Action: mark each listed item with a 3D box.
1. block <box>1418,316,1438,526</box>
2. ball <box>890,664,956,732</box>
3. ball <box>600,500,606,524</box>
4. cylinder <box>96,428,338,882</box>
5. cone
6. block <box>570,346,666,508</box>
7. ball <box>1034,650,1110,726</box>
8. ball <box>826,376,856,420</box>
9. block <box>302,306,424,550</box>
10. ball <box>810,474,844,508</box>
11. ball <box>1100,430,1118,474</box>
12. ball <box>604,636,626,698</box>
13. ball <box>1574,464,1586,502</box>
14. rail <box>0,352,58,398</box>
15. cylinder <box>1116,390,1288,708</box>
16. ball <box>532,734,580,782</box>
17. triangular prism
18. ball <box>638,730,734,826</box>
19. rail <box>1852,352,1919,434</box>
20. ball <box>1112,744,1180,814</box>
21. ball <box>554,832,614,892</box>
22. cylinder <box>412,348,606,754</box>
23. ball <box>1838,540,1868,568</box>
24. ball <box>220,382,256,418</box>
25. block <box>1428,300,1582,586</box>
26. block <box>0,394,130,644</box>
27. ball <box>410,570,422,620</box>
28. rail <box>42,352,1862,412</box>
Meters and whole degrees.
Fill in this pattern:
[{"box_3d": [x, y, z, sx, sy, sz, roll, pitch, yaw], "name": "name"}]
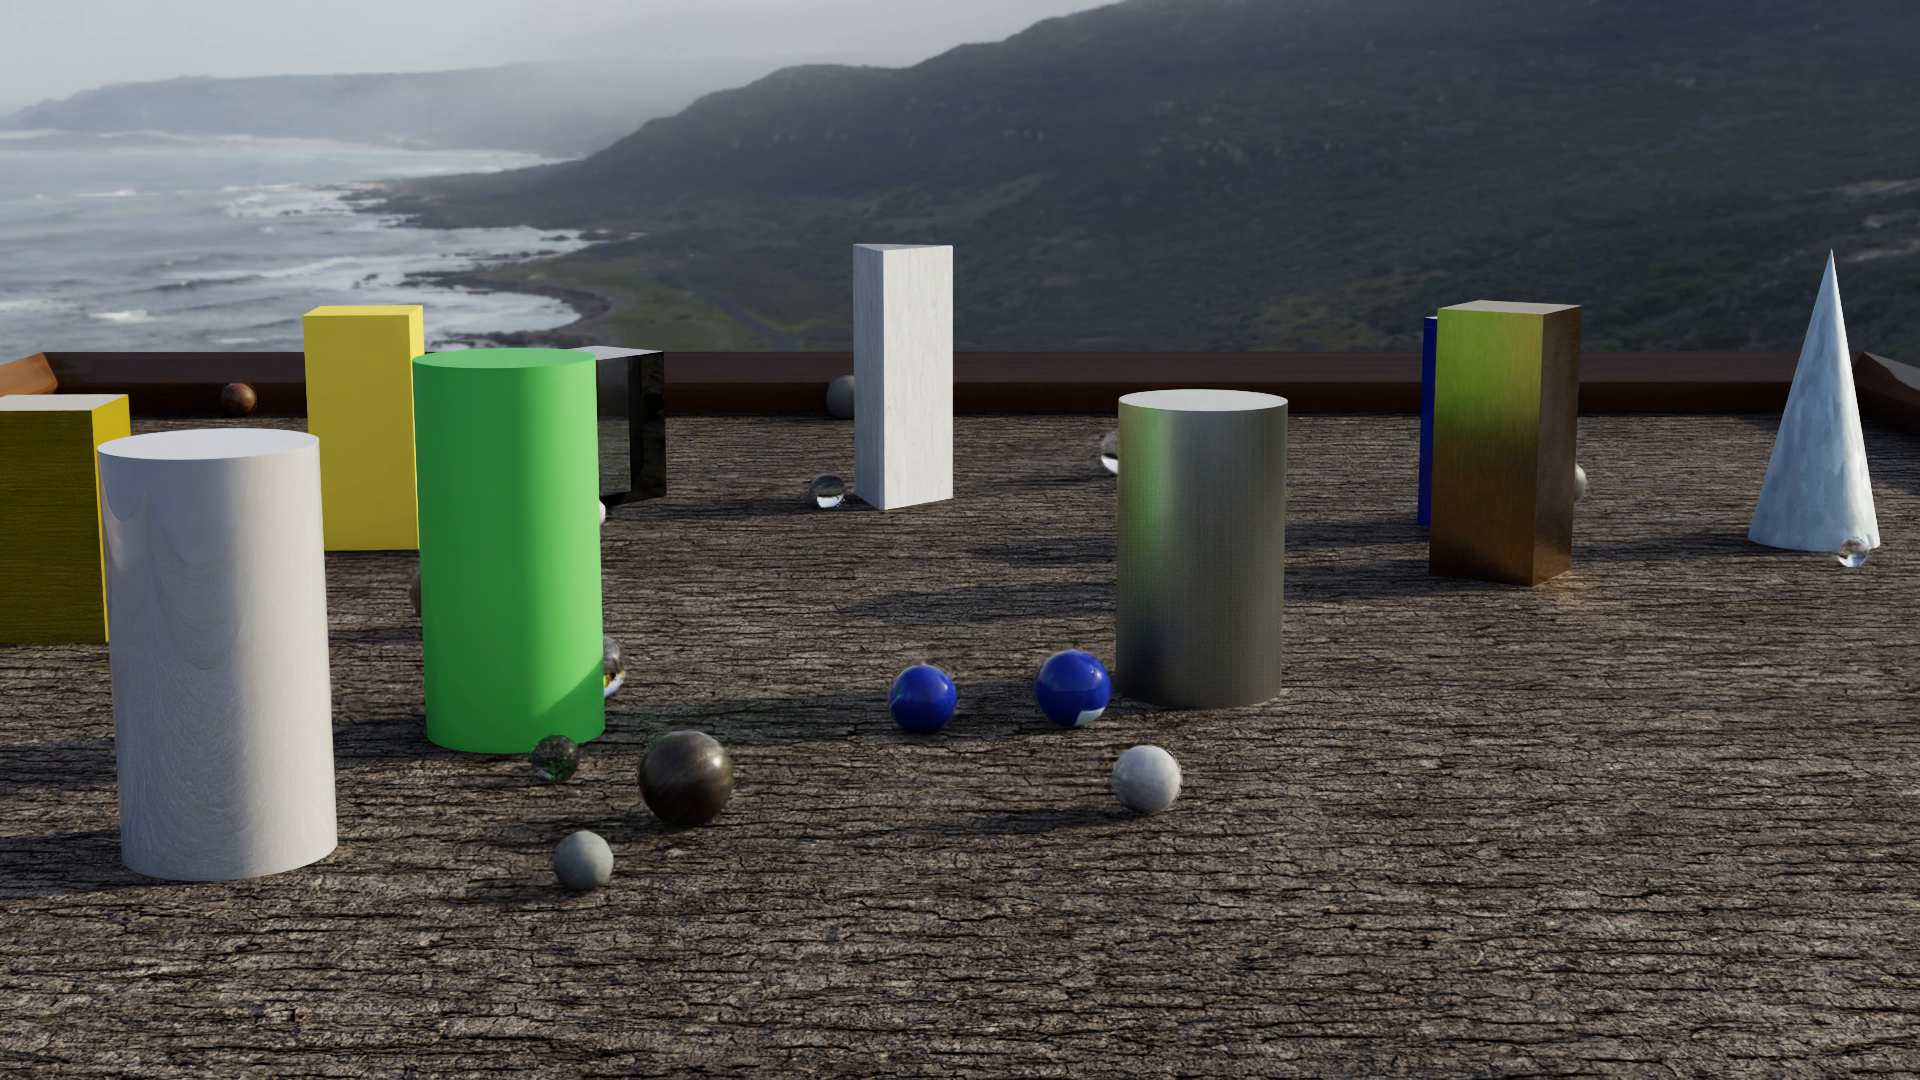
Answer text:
[{"box_3d": [0.842, -0.185, 4.066, 0.156, 0.332, 0.156, -8, 13, -35], "name": "block"}, {"box_3d": [-0.041, 0.174, 2.834, 0.075, 0.075, 0.075, 0, 11, 0], "name": "ball"}, {"box_3d": [-0.587, -0.043, 4.069, 0.052, 0.052, 0.052, 0, 11, 0], "name": "ball"}, {"box_3d": [-0.685, 0.101, 2.378, 0.195, 0.385, 0.195, 0, 11, 0], "name": "cylinder"}, {"box_3d": [1.324, -0.222, 3.938, 0.195, 0.451, 0.195, 0, 11, 0], "name": "cone"}, {"box_3d": [-0.611, -0.194, 4.346, 0.156, 0.248, 0.156, 8, 13, 35], "name": "block"}, {"box_3d": [0.125, 0.165, 2.856, 0.085, 0.085, 0.085, 0, 11, 0], "name": "ball"}, {"box_3d": [-0.233, -0.296, 5.327, 0.091, 0.091, 0.091, 0, 11, 0], "name": "ball"}, {"box_3d": [-0.908, -0.174, 3.939, 0.156, 0.357, 0.156, -1, 11, -4], "name": "block"}, {"box_3d": [-0.221, -0.082, 4.258, 0.058, 0.058, 0.058, 0, 11, 0], "name": "ball"}, {"box_3d": [0.293, -0.159, 4.611, 0.082, 0.082, 0.082, 0, 11, 0], "name": "ball"}, {"box_3d": [-0.425, 0.148, 2.973, 0.077, 0.077, 0.077, 0, 11, 0], "name": "ball"}, {"box_3d": [1.003, -0.096, 4.276, 0.081, 0.081, 0.081, 0, 11, 0], "name": "ball"}, {"box_3d": [-1.901, 0.035, 3.438, 0.045, 0.127, 4.035, 0, 11, 0], "name": "rail"}, {"box_3d": [0.281, 0.006, 3.003, 0.195, 0.343, 0.195, 0, 11, 0], "name": "cylinder"}, {"box_3d": [-0.415, 0.224, 2.638, 0.049, 0.049, 0.049, 0, 11, 0], "name": "ball"}, {"box_3d": [-0.125, -0.280, 4.319, 0.147, 0.427, 0.169, 10, 14, 43], "name": "triangular prism"}, {"box_3d": [-0.265, 0.230, 2.485, 0.093, 0.093, 0.093, 0, 11, 0], "name": "ball"}, {"box_3d": [1.901, 0.031, 3.460, 0.045, 0.127, 4.035, 0, 11, 0], "name": "rail"}, {"box_3d": [0.183, 0.235, 2.524, 0.068, 0.068, 0.068, 0, 11, 0], "name": "ball"}, {"box_3d": [-0.336, 0.286, 2.288, 0.053, 0.053, 0.053, 0, 11, 0], "name": "ball"}, {"box_3d": [-0.491, 0.007, 2.804, 0.195, 0.414, 0.195, 0, 11, 0], "name": "cylinder"}, {"box_3d": [1.308, 0.020, 3.759, 0.041, 0.041, 0.041, 0, 11, 0], "name": "ball"}, {"box_3d": [-1.509, -0.293, 5.356, 0.073, 0.073, 0.073, 0, 11, 0], "name": "ball"}, {"box_3d": [0.785, -0.143, 3.692, 0.156, 0.385, 0.156, 7, 12, 32], "name": "block"}, {"box_3d": [-1.170, -0.030, 3.321, 0.156, 0.299, 0.156, 0, 11, -1], "name": "block"}, {"box_3d": [-0.666, 0.069, 3.340, 0.098, 0.098, 0.098, 0, 11, 0], "name": "ball"}, {"box_3d": [-0.011, -0.331, 5.409, 3.849, 0.127, 0.045, 0, 11, 0], "name": "rail"}]
